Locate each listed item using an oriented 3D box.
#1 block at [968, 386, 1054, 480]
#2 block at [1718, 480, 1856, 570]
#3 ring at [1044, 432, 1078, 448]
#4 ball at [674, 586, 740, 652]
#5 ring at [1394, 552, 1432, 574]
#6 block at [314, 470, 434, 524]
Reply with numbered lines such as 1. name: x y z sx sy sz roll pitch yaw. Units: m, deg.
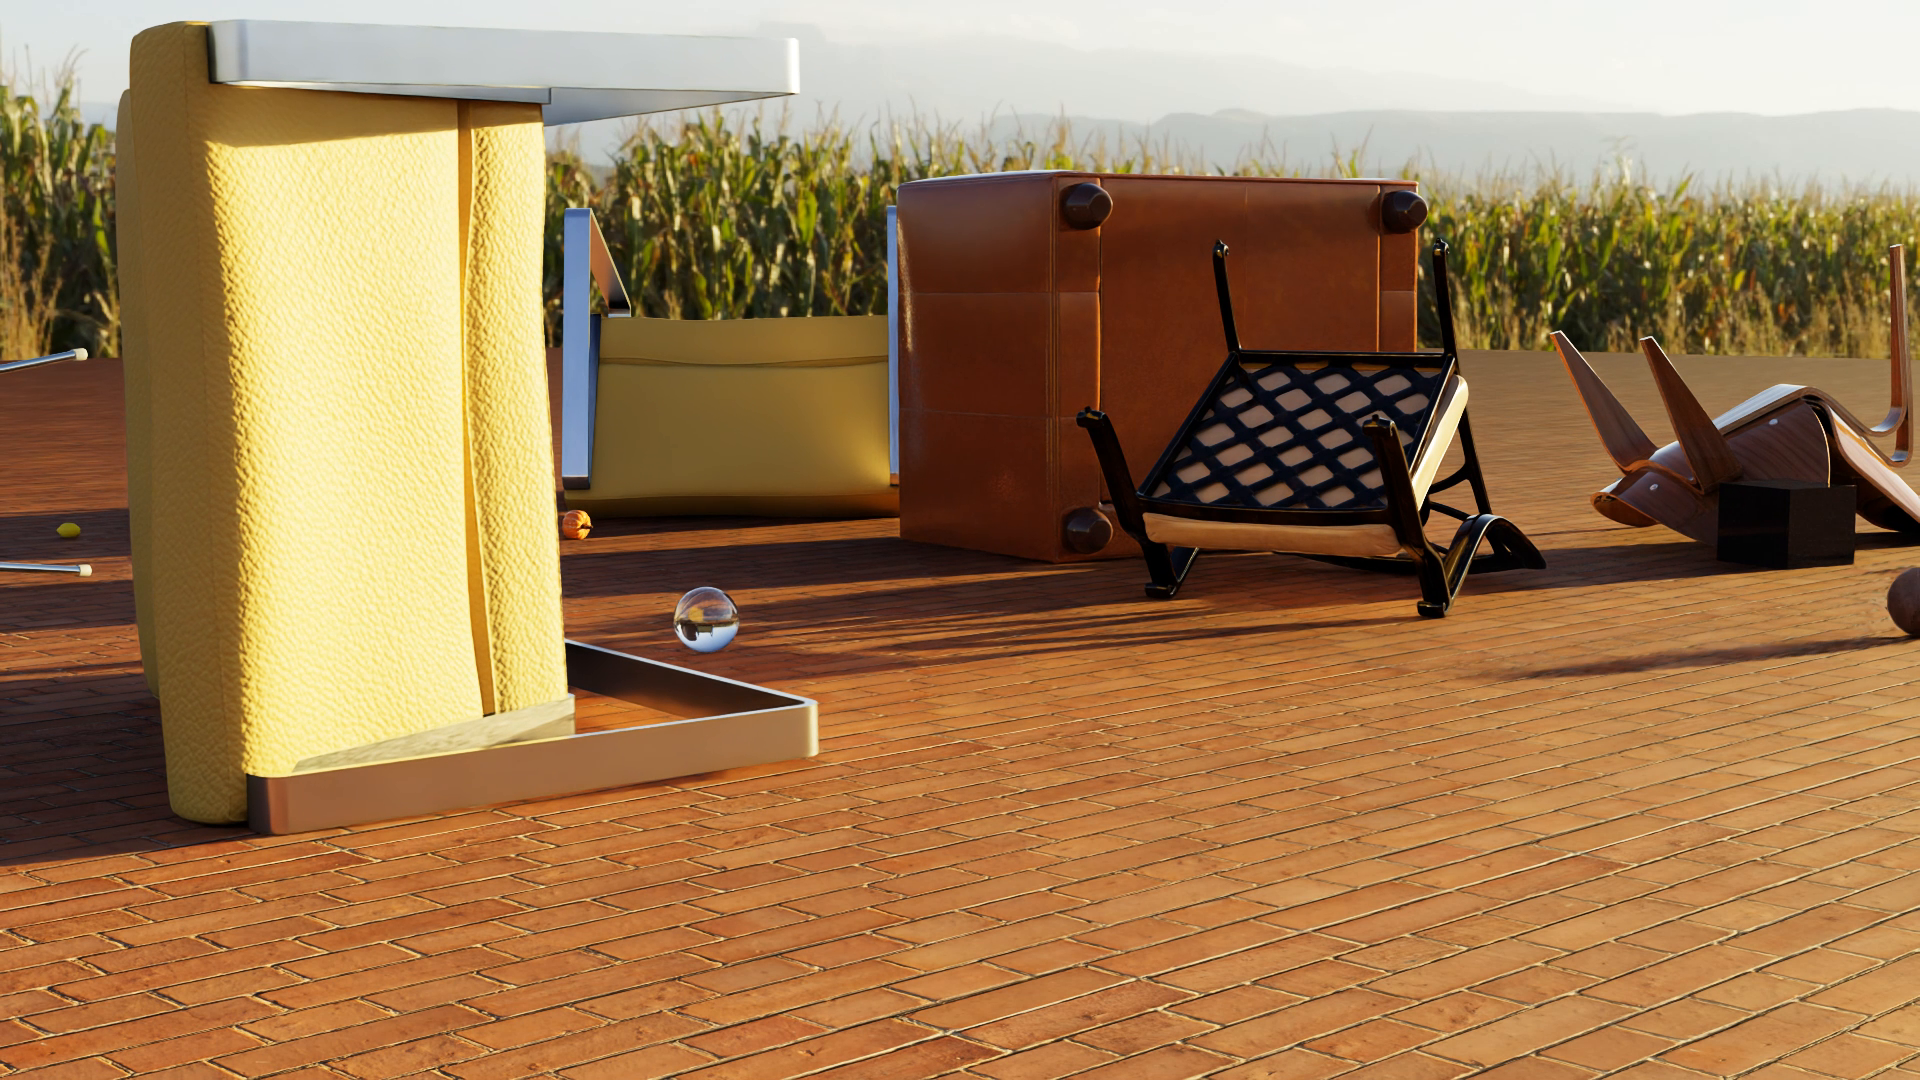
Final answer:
1. block: 0.152 -0.322 7.680 0.181 0.212 0.112 30 -22 -32
2. block: 1.900 -0.038 5.897 0.212 0.181 0.213 -3 7 -29
3. ring: 0.381 -0.384 9.854 0.161 0.060 0.091 -5 9 -32
4. ball: -0.444 0.140 4.491 0.116 0.116 0.116 0 6 0
5. ring: 1.012 0.050 5.722 0.080 0.042 0.087 -6 7 -34
6. block: -1.606 -0.121 7.026 0.260 0.116 0.303 -3 6 -25
